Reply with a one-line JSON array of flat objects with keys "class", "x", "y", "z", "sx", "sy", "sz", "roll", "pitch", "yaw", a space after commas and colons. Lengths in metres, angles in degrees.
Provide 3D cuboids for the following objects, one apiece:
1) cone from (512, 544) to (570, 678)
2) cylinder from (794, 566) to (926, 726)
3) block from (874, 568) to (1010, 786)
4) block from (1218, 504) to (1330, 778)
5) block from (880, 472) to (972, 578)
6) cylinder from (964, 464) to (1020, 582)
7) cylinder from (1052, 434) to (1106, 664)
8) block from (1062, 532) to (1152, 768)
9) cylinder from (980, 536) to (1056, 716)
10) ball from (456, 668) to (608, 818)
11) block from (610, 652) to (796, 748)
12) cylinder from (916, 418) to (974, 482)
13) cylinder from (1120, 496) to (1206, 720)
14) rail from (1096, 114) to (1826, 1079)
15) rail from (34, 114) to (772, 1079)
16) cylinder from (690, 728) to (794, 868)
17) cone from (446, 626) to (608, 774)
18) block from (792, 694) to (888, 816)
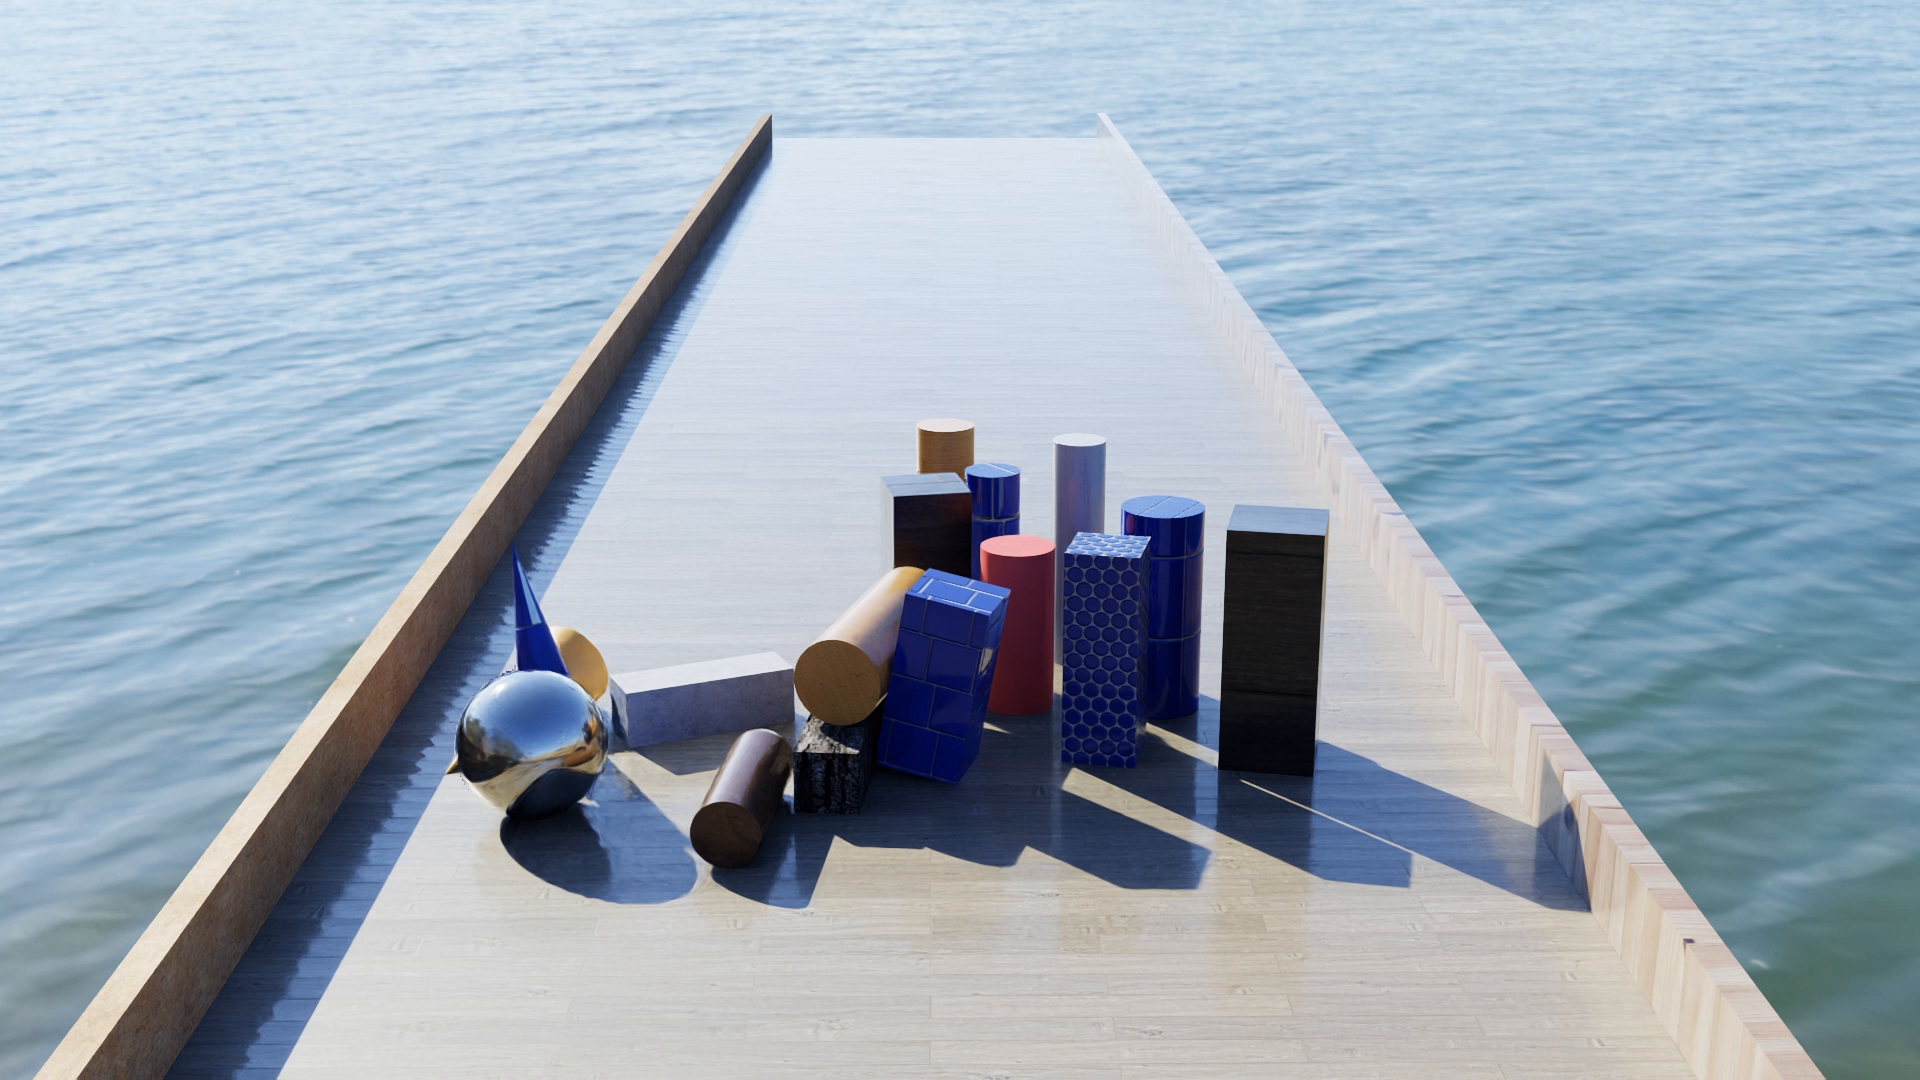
[{"class": "cone", "x": -0.749, "y": 0.188, "z": 3.889, "sx": 0.137, "sy": 0.379, "sz": 0.137, "roll": -11, "pitch": 7, "yaw": 1}, {"class": "cylinder", "x": -0.152, "y": 0.184, "z": 3.950, "sx": 0.156, "sy": 0.156, "sz": 0.434, "roll": 5, "pitch": 17, "yaw": 15}, {"class": "block", "x": -0.030, "y": 0.237, "z": 3.829, "sx": 0.149, "sy": 0.320, "sz": 0.149, "roll": 15, "pitch": 19, "yaw": 11}, {"class": "block", "x": 0.552, "y": 0.175, "z": 3.867, "sx": 0.166, "sy": 0.439, "sz": 0.166, "roll": 3, "pitch": 17, "yaw": 11}, {"class": "block", "x": -0.068, "y": 0.071, "z": 4.327, "sx": 0.152, "sy": 0.376, "sz": 0.152, "roll": -3, "pitch": 17, "yaw": -11}, {"class": "cylinder", "x": 0.068, "y": 0.009, "z": 4.629, "sx": 0.117, "sy": 0.323, "sz": 0.117, "roll": 0, "pitch": 17, "yaw": 0}, {"class": "cylinder", "x": 0.234, "y": 0.021, "z": 4.363, "sx": 0.105, "sy": 0.453, "sz": 0.105, "roll": 0, "pitch": 17, "yaw": 0}, {"class": "block", "x": 0.259, "y": 0.194, "z": 3.895, "sx": 0.132, "sy": 0.387, "sz": 0.132, "roll": 4, "pitch": 17, "yaw": 13}, {"class": "cylinder", "x": 0.108, "y": 0.159, "z": 4.145, "sx": 0.140, "sy": 0.311, "sz": 0.140, "roll": 0, "pitch": 17, "yaw": 0}, {"class": "ball", "x": -0.710, "y": 0.338, "z": 3.656, "sx": 0.247, "sy": 0.247, "sz": 0.247, "roll": 0, "pitch": 17, "yaw": 0}, {"class": "block", "x": -0.474, "y": 0.293, "z": 4.060, "sx": 0.320, "sy": 0.104, "sz": 0.104, "roll": -7, "pitch": 18, "yaw": -24}, {"class": "cylinder", "x": -0.032, "y": -0.085, "z": 4.895, "sx": 0.129, "sy": 0.352, "sz": 0.129, "roll": 0, "pitch": 17, "yaw": 0}, {"class": "cylinder", "x": 0.375, "y": 0.126, "z": 4.115, "sx": 0.155, "sy": 0.392, "sz": 0.155, "roll": 0, "pitch": 17, "yaw": 0}, {"class": "rail", "x": 0.932, "y": -0.844, "z": 7.801, "sx": 0.050, "sy": 0.150, "sz": 12.000, "roll": 0, "pitch": 17, "yaw": -1}, {"class": "rail", "x": -1.118, "y": -0.838, "z": 7.780, "sx": 0.050, "sy": 0.150, "sz": 12.000, "roll": 0, "pitch": 17, "yaw": -1}, {"class": "cylinder", "x": -0.353, "y": 0.420, "z": 3.611, "sx": 0.115, "sy": 0.115, "sz": 0.312, "roll": 2, "pitch": 17, "yaw": 5}, {"class": "cone", "x": -0.818, "y": 0.323, "z": 3.997, "sx": 0.166, "sy": 0.166, "sz": 0.390, "roll": 8, "pitch": 30, "yaw": 25}, {"class": "block", "x": -0.205, "y": 0.352, "z": 3.852, "sx": 0.110, "sy": 0.110, "sz": 0.385, "roll": 2, "pitch": 17, "yaw": 5}]
